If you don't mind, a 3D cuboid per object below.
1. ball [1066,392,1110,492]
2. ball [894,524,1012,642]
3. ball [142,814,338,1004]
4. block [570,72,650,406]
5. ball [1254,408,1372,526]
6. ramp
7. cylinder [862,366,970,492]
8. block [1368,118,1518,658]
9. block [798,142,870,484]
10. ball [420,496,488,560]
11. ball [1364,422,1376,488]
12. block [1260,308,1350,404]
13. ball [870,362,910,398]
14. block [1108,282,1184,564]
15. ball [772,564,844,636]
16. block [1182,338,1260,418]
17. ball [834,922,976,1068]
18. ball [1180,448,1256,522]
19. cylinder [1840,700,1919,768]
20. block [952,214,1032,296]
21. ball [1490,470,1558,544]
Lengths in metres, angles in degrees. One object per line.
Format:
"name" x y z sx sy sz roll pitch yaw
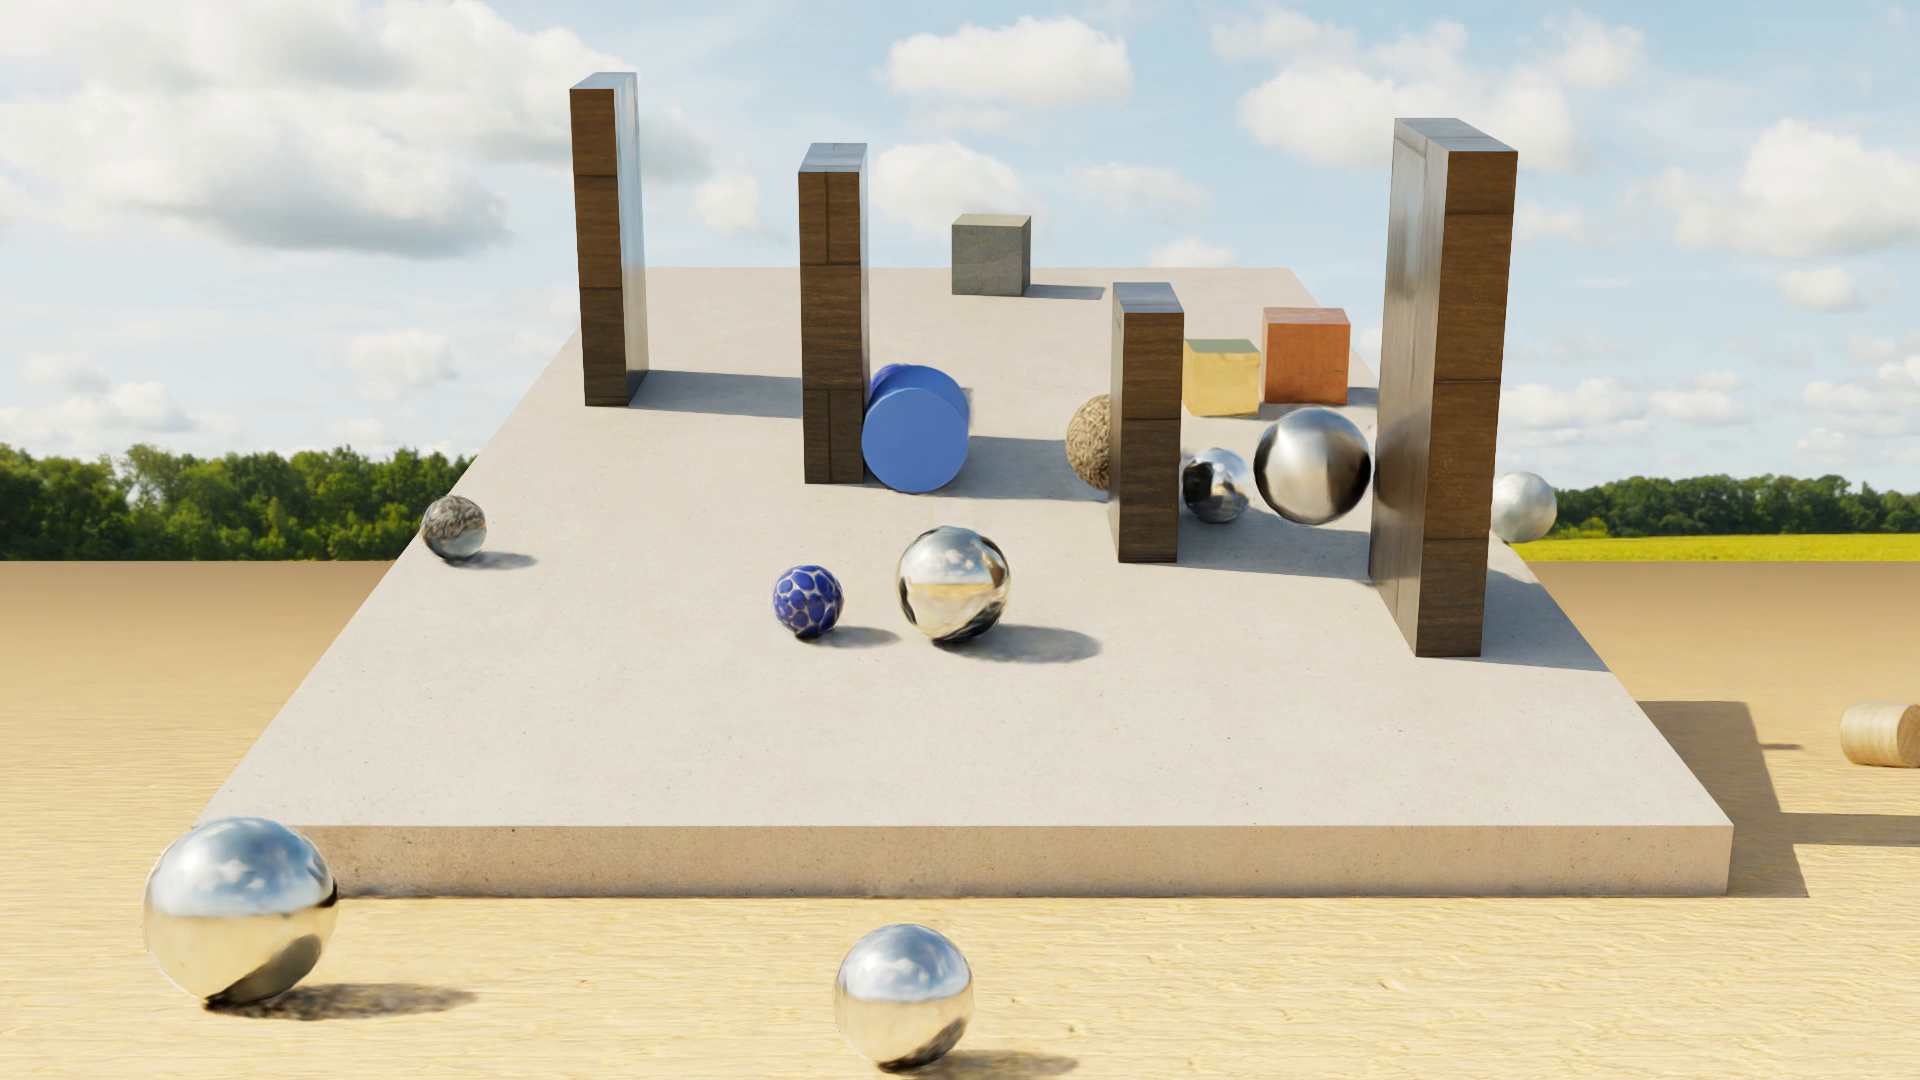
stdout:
"ball" 0.298 -0.187 4.262 0.191 0.191 0.191 0 0 0
"ball" -0.011 0.069 3.538 0.186 0.186 0.186 0 0 0
"ball" -0.717 0.368 2.222 0.186 0.186 0.186 0 0 0
"block" -0.800 -0.696 5.110 0.097 0.708 0.374 0 17 0
"ball" 0.610 -0.127 3.856 0.204 0.204 0.204 0 0 0
"ramp" -0.003 -0.178 4.810 2.000 0.100 4.000 0 17 0
"cylinder" -0.086 -0.222 4.436 0.208 0.208 0.208 0 17 1
"block" 0.764 -0.254 3.568 0.102 0.787 0.416 0 17 0
"block" -0.251 -0.471 4.544 0.117 0.618 0.433 0 17 0
"ball" -0.896 -0.021 3.944 0.115 0.115 0.115 0 0 0
"ball" 0.852 -0.162 4.323 0.162 0.162 0.162 0 0 0
"block" 0.793 -0.425 5.126 0.185 0.185 0.185 1 17 4
"ball" -0.135 -0.321 4.876 0.134 0.134 0.134 0 0 0
"block" 0.332 -0.215 4.008 0.104 0.450 0.277 0 17 0
"ball" -0.243 0.097 3.569 0.115 0.115 0.115 0 0 0
"block" 0.585 -0.364 4.997 0.146 0.146 0.146 -1 17 -3
"ball" -0.049 0.397 1.945 0.124 0.124 0.124 0 0 0
"ball" 0.482 -0.102 4.169 0.139 0.139 0.139 0 0 0
"cylinder" 1.957 0.410 4.698 0.135 0.135 0.135 0 0 -33
"block" 0.090 -0.813 6.343 0.199 0.199 0.199 3 18 9
"ball" 1.017 -0.059 4.044 0.133 0.133 0.133 0 0 0
